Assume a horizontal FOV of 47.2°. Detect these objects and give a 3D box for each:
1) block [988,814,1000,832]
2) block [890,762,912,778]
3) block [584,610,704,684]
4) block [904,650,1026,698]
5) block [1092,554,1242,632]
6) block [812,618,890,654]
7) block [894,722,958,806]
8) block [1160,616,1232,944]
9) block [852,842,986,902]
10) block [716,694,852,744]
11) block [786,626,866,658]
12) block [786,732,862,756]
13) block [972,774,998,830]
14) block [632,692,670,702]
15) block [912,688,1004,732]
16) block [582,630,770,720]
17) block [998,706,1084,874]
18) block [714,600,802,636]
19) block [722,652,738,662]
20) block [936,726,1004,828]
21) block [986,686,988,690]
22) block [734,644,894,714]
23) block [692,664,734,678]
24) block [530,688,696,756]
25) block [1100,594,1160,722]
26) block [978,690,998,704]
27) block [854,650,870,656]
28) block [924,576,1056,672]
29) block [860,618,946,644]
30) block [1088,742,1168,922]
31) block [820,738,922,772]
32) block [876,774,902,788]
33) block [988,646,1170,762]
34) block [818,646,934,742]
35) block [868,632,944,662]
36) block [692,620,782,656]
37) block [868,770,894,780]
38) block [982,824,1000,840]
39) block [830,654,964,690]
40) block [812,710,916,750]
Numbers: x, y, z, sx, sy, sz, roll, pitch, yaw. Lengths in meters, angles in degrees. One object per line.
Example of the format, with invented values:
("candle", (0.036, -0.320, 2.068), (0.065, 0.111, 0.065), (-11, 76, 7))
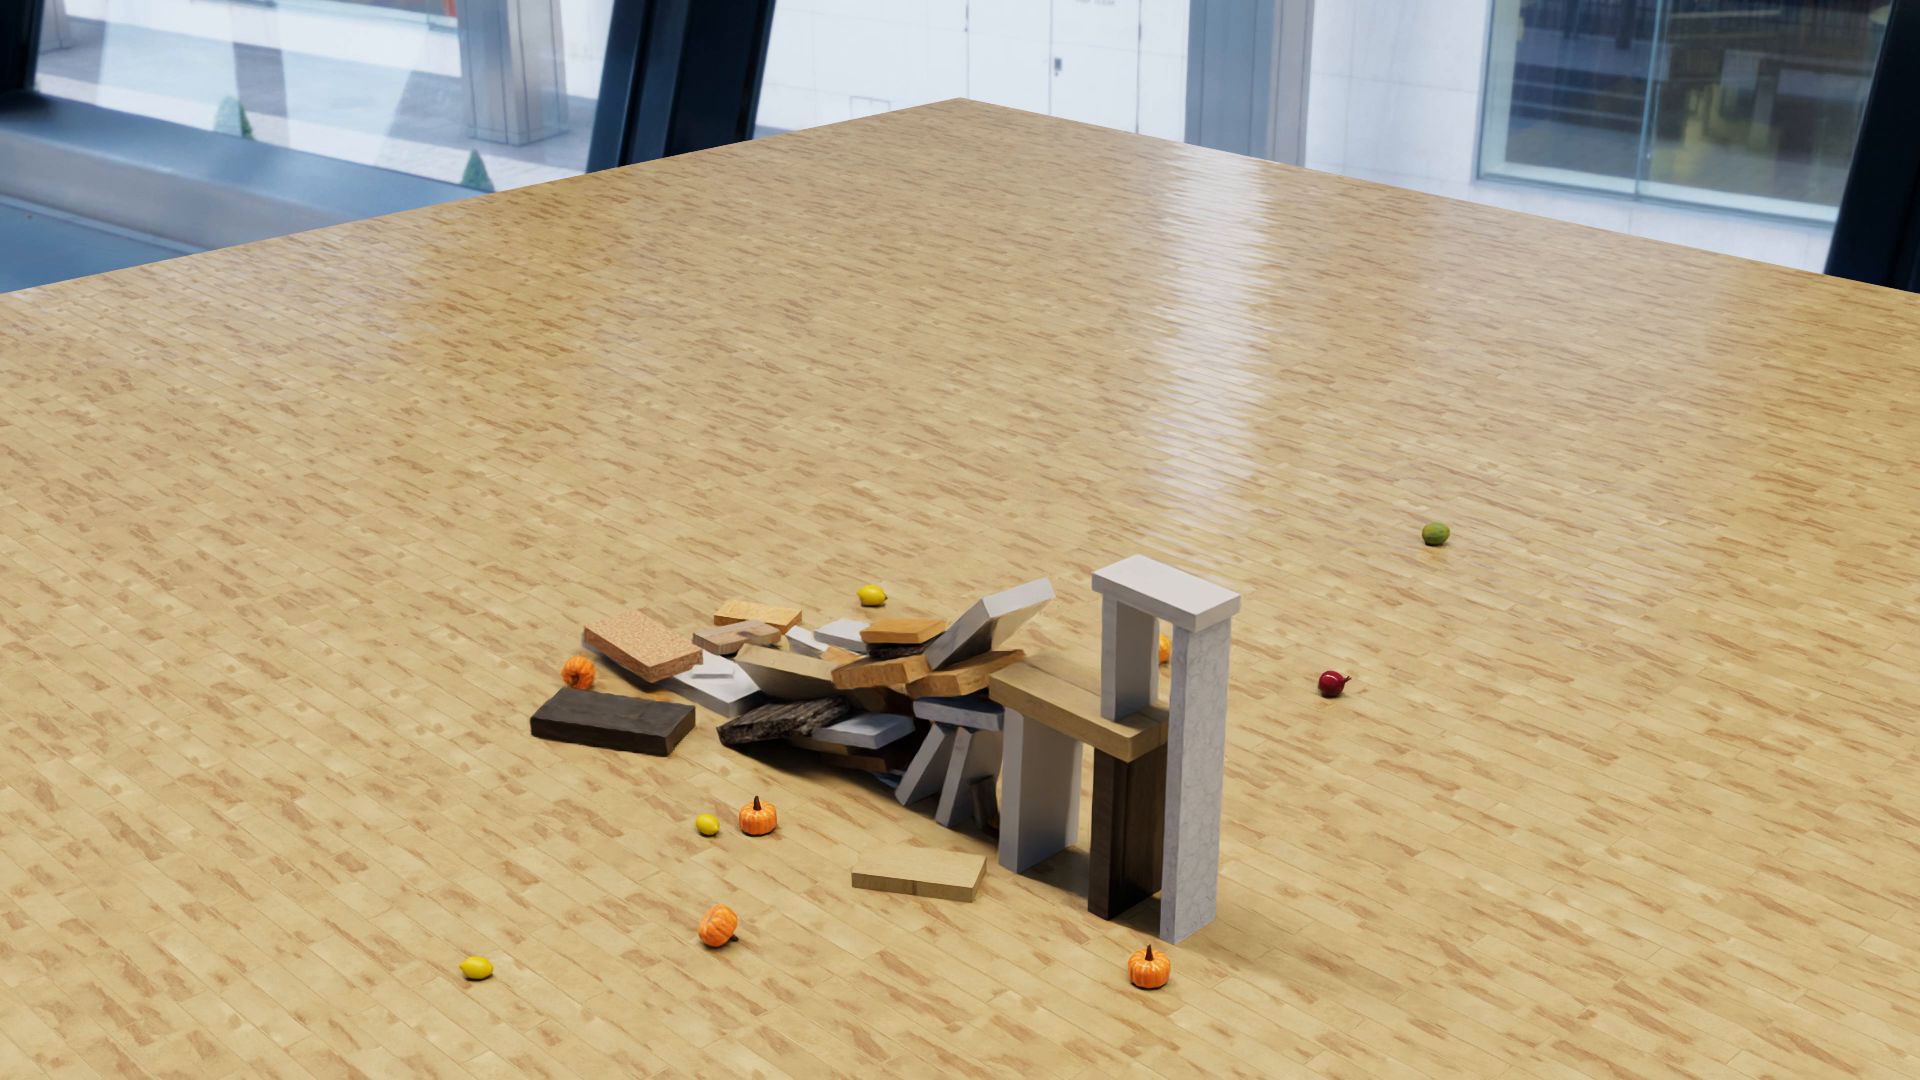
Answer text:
("block", (0.105, 0.570, 4.364), (0.050, 0.014, 0.100), (-16, 28, -33))
("block", (-0.127, 0.469, 4.564), (0.091, 0.013, 0.045), (14, 27, 41))
("block", (-0.727, 0.241, 5.038), (0.141, 0.040, 0.283), (-18, 29, -36))
("block", (0.009, 0.264, 4.338), (0.149, 0.042, 0.298), (-19, 3, -22))
("block", (0.361, 0.092, 3.861), (0.121, 0.034, 0.241), (-20, 31, -40))
("block", (-0.218, 0.196, 4.522), (0.081, 0.023, 0.162), (-23, 23, -40))
("block", (-0.037, 0.435, 4.440), (0.124, 0.248, 0.035), (-19, 61, -38))
("block", (0.421, 0.424, 3.941), (0.034, 0.640, 0.121), (21, 31, 40))
("block", (-0.077, 0.636, 4.219), (0.237, 0.034, 0.118), (5, 24, 12))
("block", (-0.375, 0.382, 4.666), (0.141, 0.040, 0.283), (-23, 8, -43))
("block", (-0.157, 0.326, 4.808), (0.556, 0.118, 0.034), (21, 52, 36))
("block", (-0.265, 0.414, 4.666), (0.107, 0.030, 0.214), (-22, 15, -38))
("block", (0.051, 0.525, 4.394), (0.050, 0.100, 0.014), (-21, 21, -41))
("block", (-0.697, 0.360, 4.896), (0.092, 0.013, 0.046), (-9, 25, -21))
("block", (0.036, 0.326, 4.314), (0.124, 0.035, 0.248), (-21, 16, -39))
("block", (-0.649, 0.285, 5.039), (0.527, 0.040, 0.141), (21, 30, 40))
("block", (0.158, 0.454, 4.241), (0.175, 0.349, 0.049), (-21, 33, -41))
("block", (-0.486, 0.186, 5.288), (0.189, 0.027, 0.095), (8, 24, 17))
("block", (-0.534, 0.270, 5.091), (0.189, 0.027, 0.094), (21, 31, 40))
("block", (0.030, 0.451, 4.380), (0.124, 0.248, 0.035), (-21, 47, -41))
("block", (0.111, 0.280, 4.261), (0.059, 0.017, 0.119), (-19, 15, -36))
("block", (-0.318, 0.313, 4.746), (0.357, 0.159, 0.045), (8, 56, 44))
("block", (-0.555, 0.296, 4.944), (0.092, 0.013, 0.046), (0, 23, 0))
("block", (-0.752, 0.393, 4.772), (0.318, 0.045, 0.159), (7, 22, 15))
("block", (0.308, 0.196, 3.966), (0.121, 0.241, 0.034), (-21, 30, -41))
("block", (0.098, 0.300, 4.258), (0.119, 0.017, 0.059), (3, 18, 45))
("block", (-0.153, 0.297, 4.841), (0.237, 0.118, 0.034), (28, 56, 25))
("block", (0.055, 0.163, 4.234), (0.149, 0.042, 0.298), (-17, -15, -29))
("block", (-0.115, 0.182, 4.412), (0.162, 0.023, 0.081), (-1, 17, 43))
("block", (0.320, 0.518, 4.092), (0.175, 0.349, 0.049), (-21, 32, -41))
("block", (-0.184, 0.444, 4.593), (0.107, 0.030, 0.214), (-23, 15, -39))
("block", (-0.126, 0.499, 4.569), (0.045, 0.013, 0.091), (-22, 31, -40))
("block", (0.239, 0.302, 4.089), (0.175, 0.049, 0.349), (-21, 31, -40))
("block", (-0.159, 0.343, 4.741), (0.318, 0.159, 0.045), (20, 52, 40))
("block", (-0.103, 0.215, 4.427), (0.081, 0.023, 0.162), (-21, 5, -39))
("block", (-0.519, 0.226, 5.122), (0.189, 0.027, 0.094), (-12, 24, -44))
("block", (-0.170, 0.473, 4.599), (0.045, 0.013, 0.091), (-18, 25, -34))
("block", (0.099, 0.584, 4.367), (0.100, 0.014, 0.050), (21, 31, 41))
("block", (-0.125, 0.254, 4.467), (0.149, 0.042, 0.298), (-20, 5, -32))
("block", (-0.203, 0.391, 4.564), (0.107, 0.030, 0.214), (-22, 15, -38))
